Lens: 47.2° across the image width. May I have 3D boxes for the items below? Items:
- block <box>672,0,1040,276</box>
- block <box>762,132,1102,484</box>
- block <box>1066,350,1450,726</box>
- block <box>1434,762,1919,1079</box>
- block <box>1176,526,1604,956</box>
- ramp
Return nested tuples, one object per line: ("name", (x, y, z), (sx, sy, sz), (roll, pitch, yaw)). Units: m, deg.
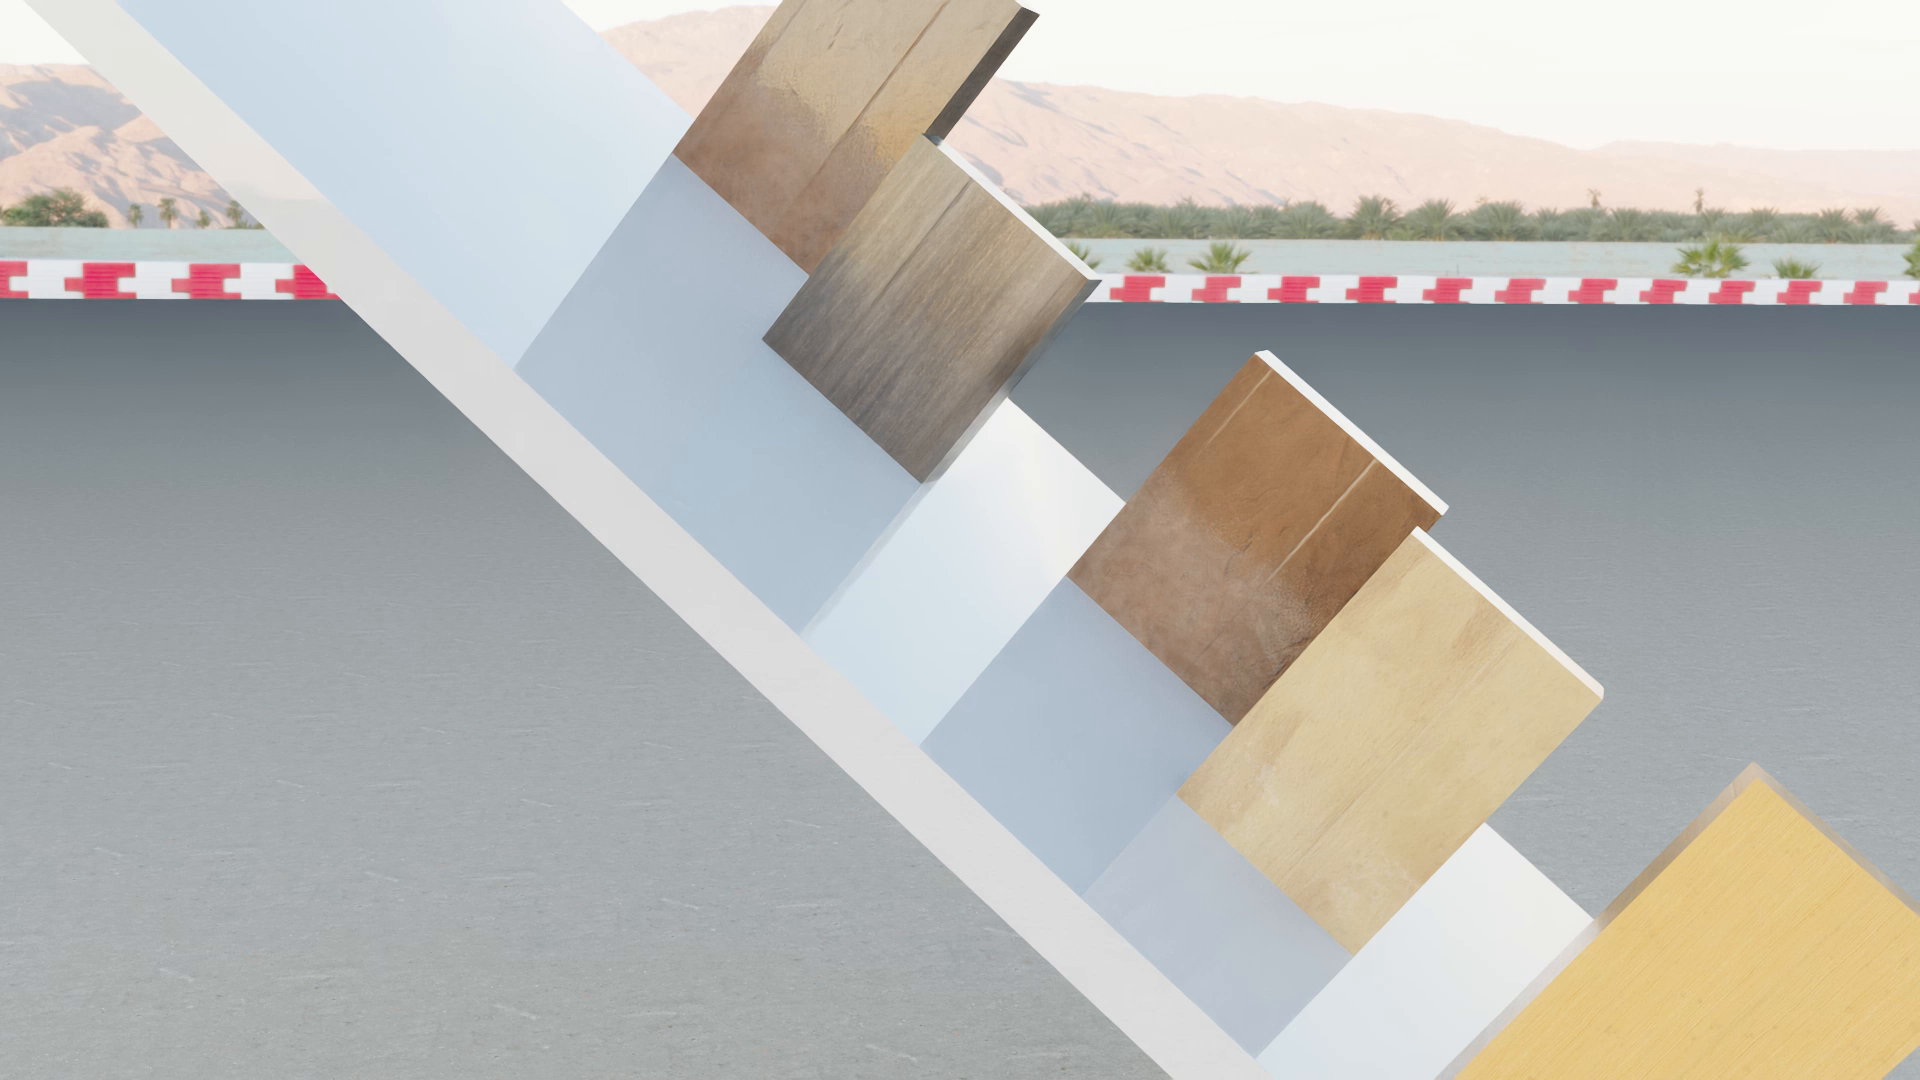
("block", (-0.228, -0.976, 4.708), (0.423, 0.722, 0.148), (42, 16, 8))
("block", (-0.054, -0.424, 4.049), (0.409, 0.487, 0.110), (42, 16, 8))
("block", (0.557, 0.002, 4.143), (0.449, 0.554, 0.149), (42, 16, 8))
("block", (0.997, 0.693, 3.026), (0.385, 0.697, 0.105), (42, 16, 8))
("block", (0.684, 0.324, 3.534), (0.386, 0.575, 0.103), (42, 16, 8))
("ramp", (0.012, 0.034, 4.035), (4.000, 0.100, 2.000), (42, 16, 8))
